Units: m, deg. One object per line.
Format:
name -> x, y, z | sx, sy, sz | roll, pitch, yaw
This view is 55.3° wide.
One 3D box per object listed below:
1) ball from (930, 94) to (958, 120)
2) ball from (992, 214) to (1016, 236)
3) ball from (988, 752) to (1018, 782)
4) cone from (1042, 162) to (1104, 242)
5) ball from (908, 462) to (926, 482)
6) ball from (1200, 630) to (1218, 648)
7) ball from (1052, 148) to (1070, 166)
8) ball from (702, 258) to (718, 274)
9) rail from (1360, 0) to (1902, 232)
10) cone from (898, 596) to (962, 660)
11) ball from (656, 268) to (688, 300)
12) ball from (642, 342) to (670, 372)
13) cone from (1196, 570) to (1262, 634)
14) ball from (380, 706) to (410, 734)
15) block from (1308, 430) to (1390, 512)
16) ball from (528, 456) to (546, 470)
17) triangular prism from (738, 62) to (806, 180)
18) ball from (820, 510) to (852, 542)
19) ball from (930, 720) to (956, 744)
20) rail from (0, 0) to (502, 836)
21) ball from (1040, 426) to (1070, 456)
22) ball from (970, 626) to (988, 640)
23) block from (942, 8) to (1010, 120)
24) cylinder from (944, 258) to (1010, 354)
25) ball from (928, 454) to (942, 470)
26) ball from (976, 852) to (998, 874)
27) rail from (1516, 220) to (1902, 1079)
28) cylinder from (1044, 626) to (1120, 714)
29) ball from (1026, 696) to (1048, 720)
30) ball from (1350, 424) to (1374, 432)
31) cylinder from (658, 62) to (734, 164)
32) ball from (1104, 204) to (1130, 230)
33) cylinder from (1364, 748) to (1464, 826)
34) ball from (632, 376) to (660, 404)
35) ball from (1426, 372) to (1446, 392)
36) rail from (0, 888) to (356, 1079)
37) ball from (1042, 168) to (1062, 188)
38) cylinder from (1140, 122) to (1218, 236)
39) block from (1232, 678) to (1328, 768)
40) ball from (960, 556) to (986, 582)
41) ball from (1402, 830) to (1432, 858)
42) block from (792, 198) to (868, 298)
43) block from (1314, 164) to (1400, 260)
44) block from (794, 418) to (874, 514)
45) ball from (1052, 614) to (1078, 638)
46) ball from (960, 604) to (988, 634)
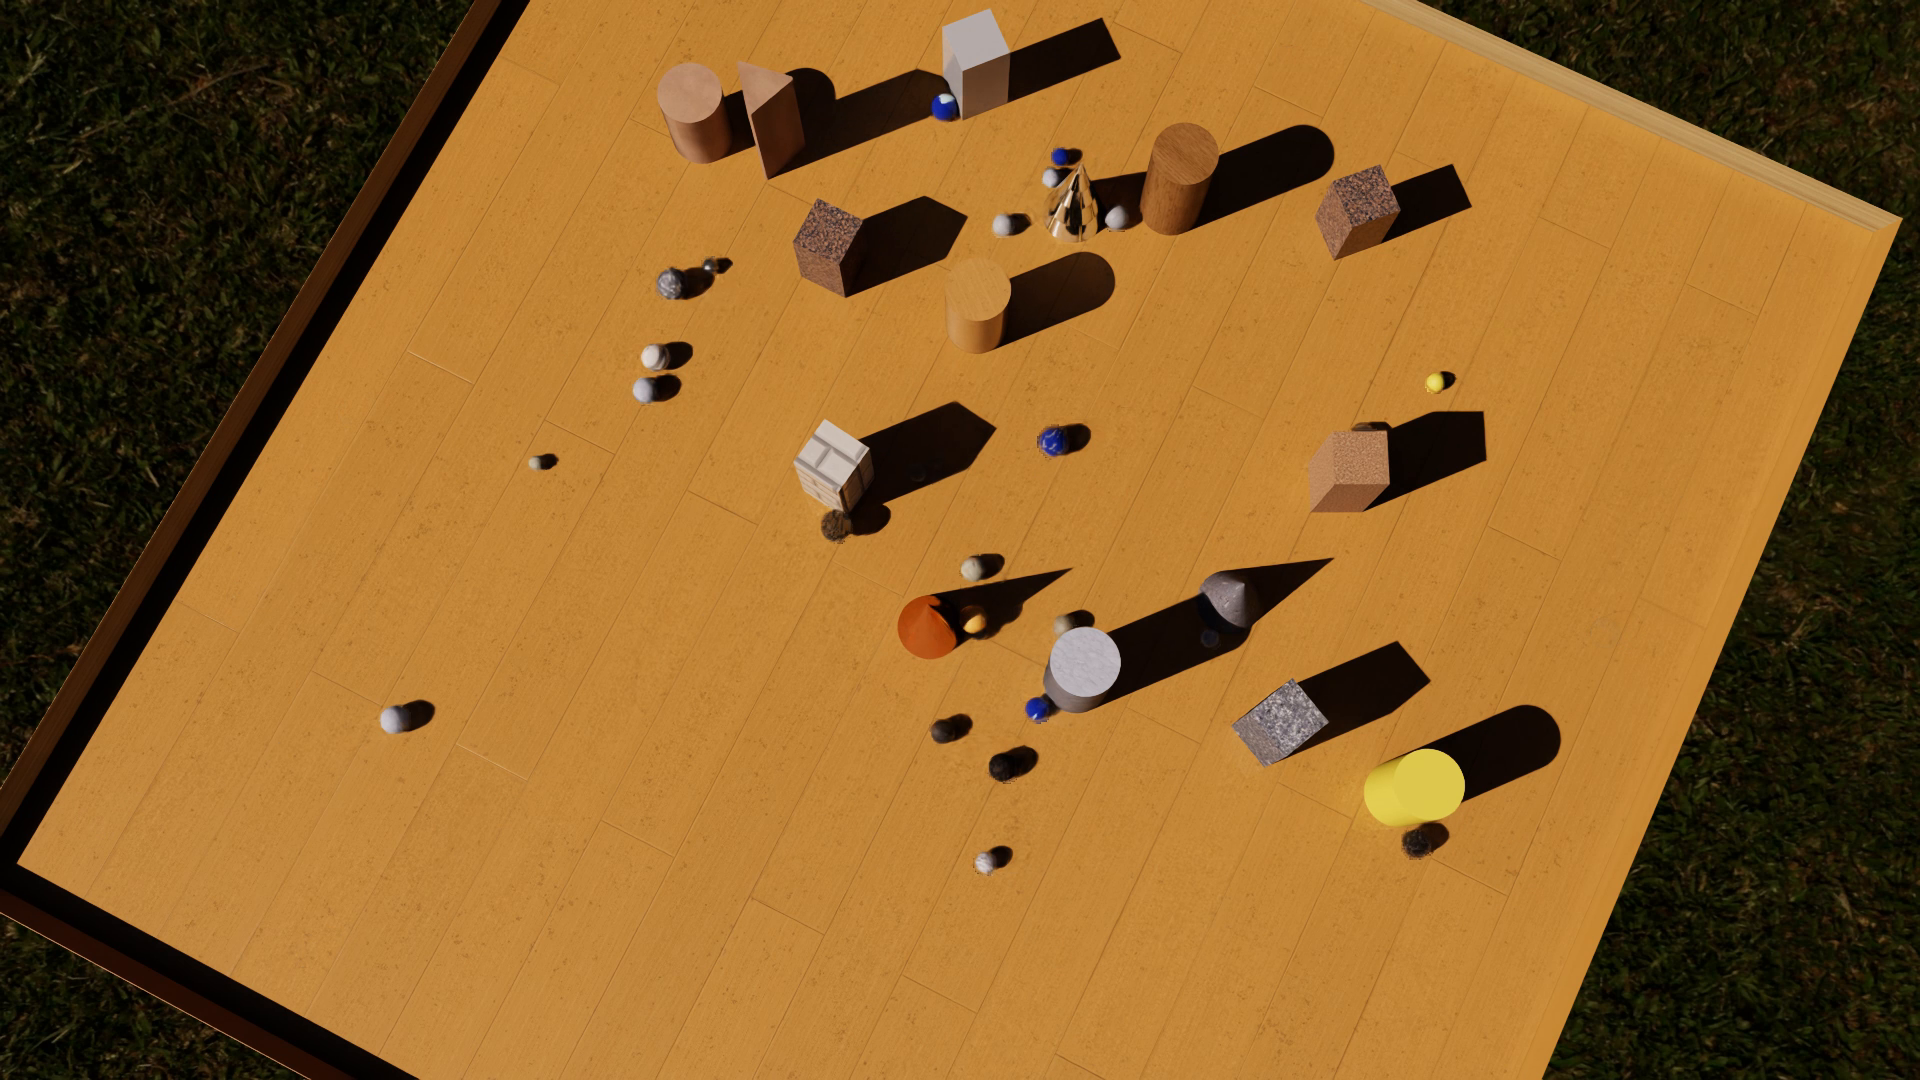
ball -> -0.051, -1.384, 5.859 | 0.086, 0.086, 0.086 | 0, 78, 0
ball -> 0.138, -0.995, 5.786 | 0.072, 0.072, 0.072 | 0, 78, 0
ball -> 0.127, 0.673, 5.433 | 0.087, 0.087, 0.087 | 0, 78, 0
cone -> 0.360, -1.081, 5.631 | 0.198, 0.410, 0.198 | 0, 78, 0
ball -> -0.132, -0.206, 5.629 | 0.060, 0.060, 0.060 | 0, 78, 0
ball -> 0.749, 0.296, 5.501 | 0.056, 0.056, 0.056 | 0, 78, 0
ball -> 0.324, -1.220, 5.840 | 0.056, 0.056, 0.056 | 0, 78, 0
ball -> -0.785, -0.862, 5.768 | 0.052, 0.052, 0.052 | 0, 78, 0
rail -> 0.981, -1.914, 5.946 | 4.333, 0.128, 0.045 | 26, 80, 5
cone -> -0.091, 0.221, 5.356 | 0.198, 0.421, 0.198 | 0, 78, 0
ball -> -0.899, -0.800, 5.732 | 0.099, 0.099, 0.099 | 0, 78, 0
ball -> -0.944, -0.567, 5.689 | 0.089, 0.089, 0.089 | 0, 78, 0
cone -> 0.819, 0.157, 5.424 | 0.198, 0.314, 0.198 | 0, 78, 0
ball -> -1.684, 0.537, 5.462 | 0.086, 0.086, 0.086 | 0, 78, 0
block -> 1.156, -0.200, 5.466 | 0.158, 0.375, 0.158 | 0, 78, 0
ball -> -1.302, -0.237, 5.641 | 0.049, 0.049, 0.049 | 0, 78, 0
triangular prism -> -0.606, -1.310, 5.640 | 0.171, 0.486, 0.148 | -42, 81, -8
ball -> -0.374, -0.042, 5.533 | 0.095, 0.095, 0.095 | 0, 78, 0
ball -> -0.052, 0.571, 5.460 | 0.075, 0.075, 0.075 | 0, 78, 0
rail -> -1.917, -0.932, 5.743 | 0.045, 0.128, 4.434 | 26, 80, 5
ball -> 0.291, -0.302, 5.631 | 0.094, 0.094, 0.094 | 0, 78, 0
ball -> 0.058, 0.277, 5.531 | 0.055, 0.055, 0.055 | 0, 78, 0
block -> 0.049, -1.486, 5.744 | 0.158, 0.353, 0.158 | -22, 79, -5
cylinder -> 0.053, -0.712, 5.599 | 0.198, 0.322, 0.198 | 0, 78, 0
ball -> -0.075, -0.240, 5.643 | 0.045, 0.045, 0.045 | 0, 78, 0
ball -> 0.078, 0.947, 5.388 | 0.064, 0.064, 0.064 | 0, 78, 0
rail -> 1.917, 0.945, 5.354 | 0.045, 0.128, 4.434 | 26, 80, 5
cylinder -> 0.350, 0.382, 5.324 | 0.198, 0.418, 0.198 | 0, 78, 0
ball -> 0.230, 0.504, 5.476 | 0.071, 0.071, 0.071 | 0, 78, 0
ball -> 1.239, -0.317, 5.640 | 0.082, 0.082, 0.082 | 0, 78, 0
cylinder -> -0.824, -1.332, 5.734 | 0.198, 0.309, 0.198 | 0, 78, 0
ball -> 0.494, -1.020, 5.787 | 0.080, 0.080, 0.080 | 0, 78, 0
cylinder -> 1.302, 0.717, 5.274 | 0.198, 0.381, 0.198 | 0, 78, 0
ball -> -0.971, -0.464, 5.670 | 0.083, 0.083, 0.083 | 0, 78, 0
ball -> 1.479, -0.491, 5.689 | 0.057, 0.057, 0.057 | 0, 78, 0
rail -> -0.981, 1.928, 5.151 | 4.333, 0.128, 0.045 | 26, 80, 5
ball -> 0.292, -1.151, 5.824 | 0.061, 0.061, 0.061 | 0, 78, 0
cylinder -> 0.669, -1.104, 5.635 | 0.198, 0.412, 0.198 | 0, 78, 0
block -> 0.923, 0.534, 5.317 | 0.158, 0.369, 0.158 | -37, 81, -7
ball -> 0.041, 0.088, 5.559 | 0.077, 0.077, 0.077 | 0, 78, 0
ball -> 1.344, 0.893, 5.388 | 0.085, 0.085, 0.085 | 0, 78, 0
block -> -0.395, -0.897, 5.648 | 0.158, 0.301, 0.158 | 27, 80, 5
block -> 1.229, -1.012, 5.679 | 0.158, 0.287, 0.158 | -20, 79, -4
block -> -0.372, -0.209, 5.477 | 0.158, 0.359, 0.158 | 34, 80, 7
ball -> 0.316, 0.261, 5.523 | 0.076, 0.076, 0.076 | 0, 78, 0
ball -> 0.039, 0.236, 5.478 | 0.085, 0.085, 0.085 | 0, 78, 0
